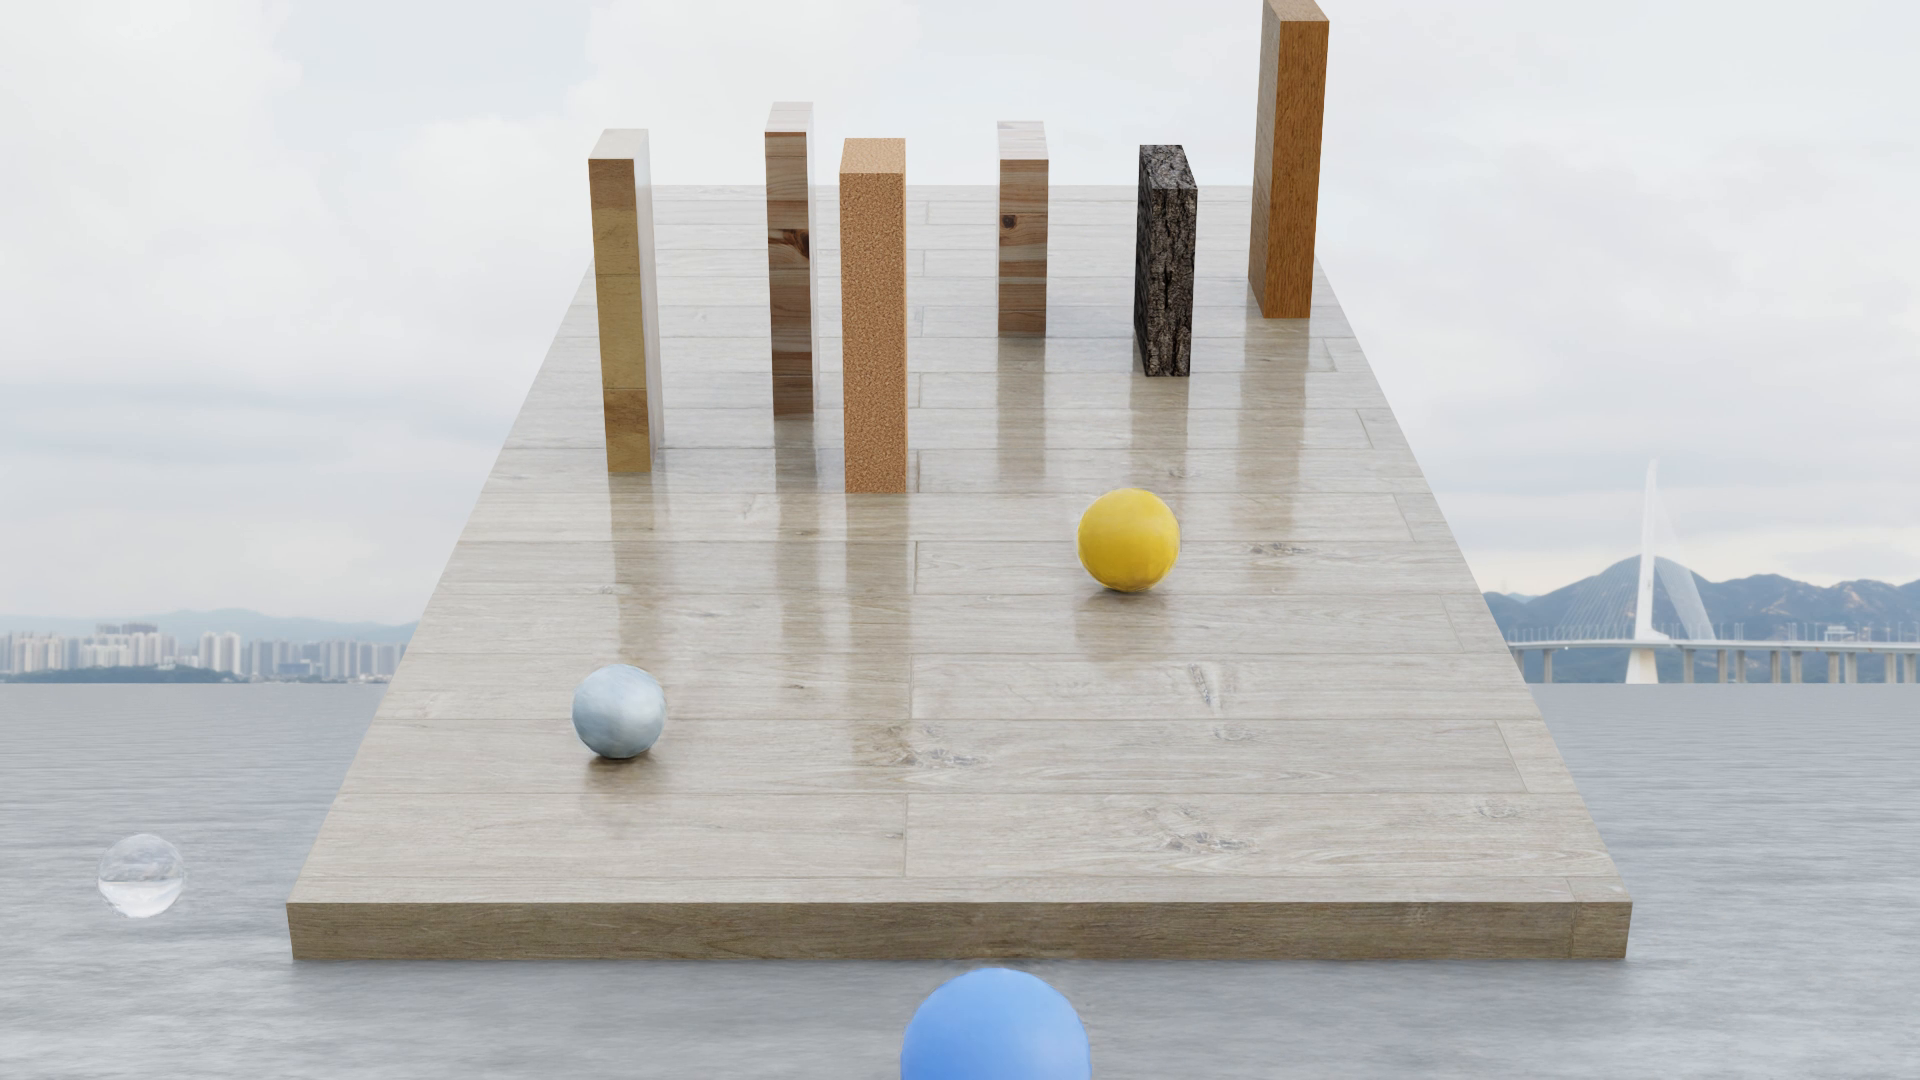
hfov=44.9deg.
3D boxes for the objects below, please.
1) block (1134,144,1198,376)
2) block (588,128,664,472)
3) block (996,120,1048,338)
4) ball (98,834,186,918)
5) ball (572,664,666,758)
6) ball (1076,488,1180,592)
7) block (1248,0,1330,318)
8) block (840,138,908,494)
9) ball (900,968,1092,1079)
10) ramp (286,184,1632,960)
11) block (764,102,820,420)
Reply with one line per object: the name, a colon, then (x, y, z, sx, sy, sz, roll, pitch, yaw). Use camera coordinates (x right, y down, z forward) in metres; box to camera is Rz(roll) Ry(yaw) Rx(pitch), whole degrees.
block: (0.495, -0.682, 5.636, 0.104, 0.459, 0.409, 0, 24, 0)
block: (-0.709, -0.510, 4.965, 0.093, 0.685, 0.252, 0, 24, 0)
block: (0.154, -0.792, 5.889, 0.119, 0.453, 0.388, 0, 24, 0)
ball: (-1.438, 0.591, 4.086, 0.147, 0.147, 0.147, 0, -3, 0)
ball: (-0.561, 0.282, 3.832, 0.155, 0.155, 0.155, 0, -3, 0)
ball: (0.320, -0.001, 4.421, 0.199, 0.199, 0.199, 0, -3, 0)
block: (0.836, -0.982, 5.948, 0.119, 0.756, 0.343, 0, 24, 0)
block: (-0.177, -0.470, 4.873, 0.127, 0.687, 0.282, 0, 24, 0)
ball: (0.032, 0.459, 2.034, 0.168, 0.168, 0.168, 0, -3, 0)
ramp: (-0.008, -0.228, 5.300, 2.000, 0.100, 4.000, 0, 24, 0)
block: (-0.377, -0.632, 5.266, 0.091, 0.664, 0.280, 0, 24, 0)
